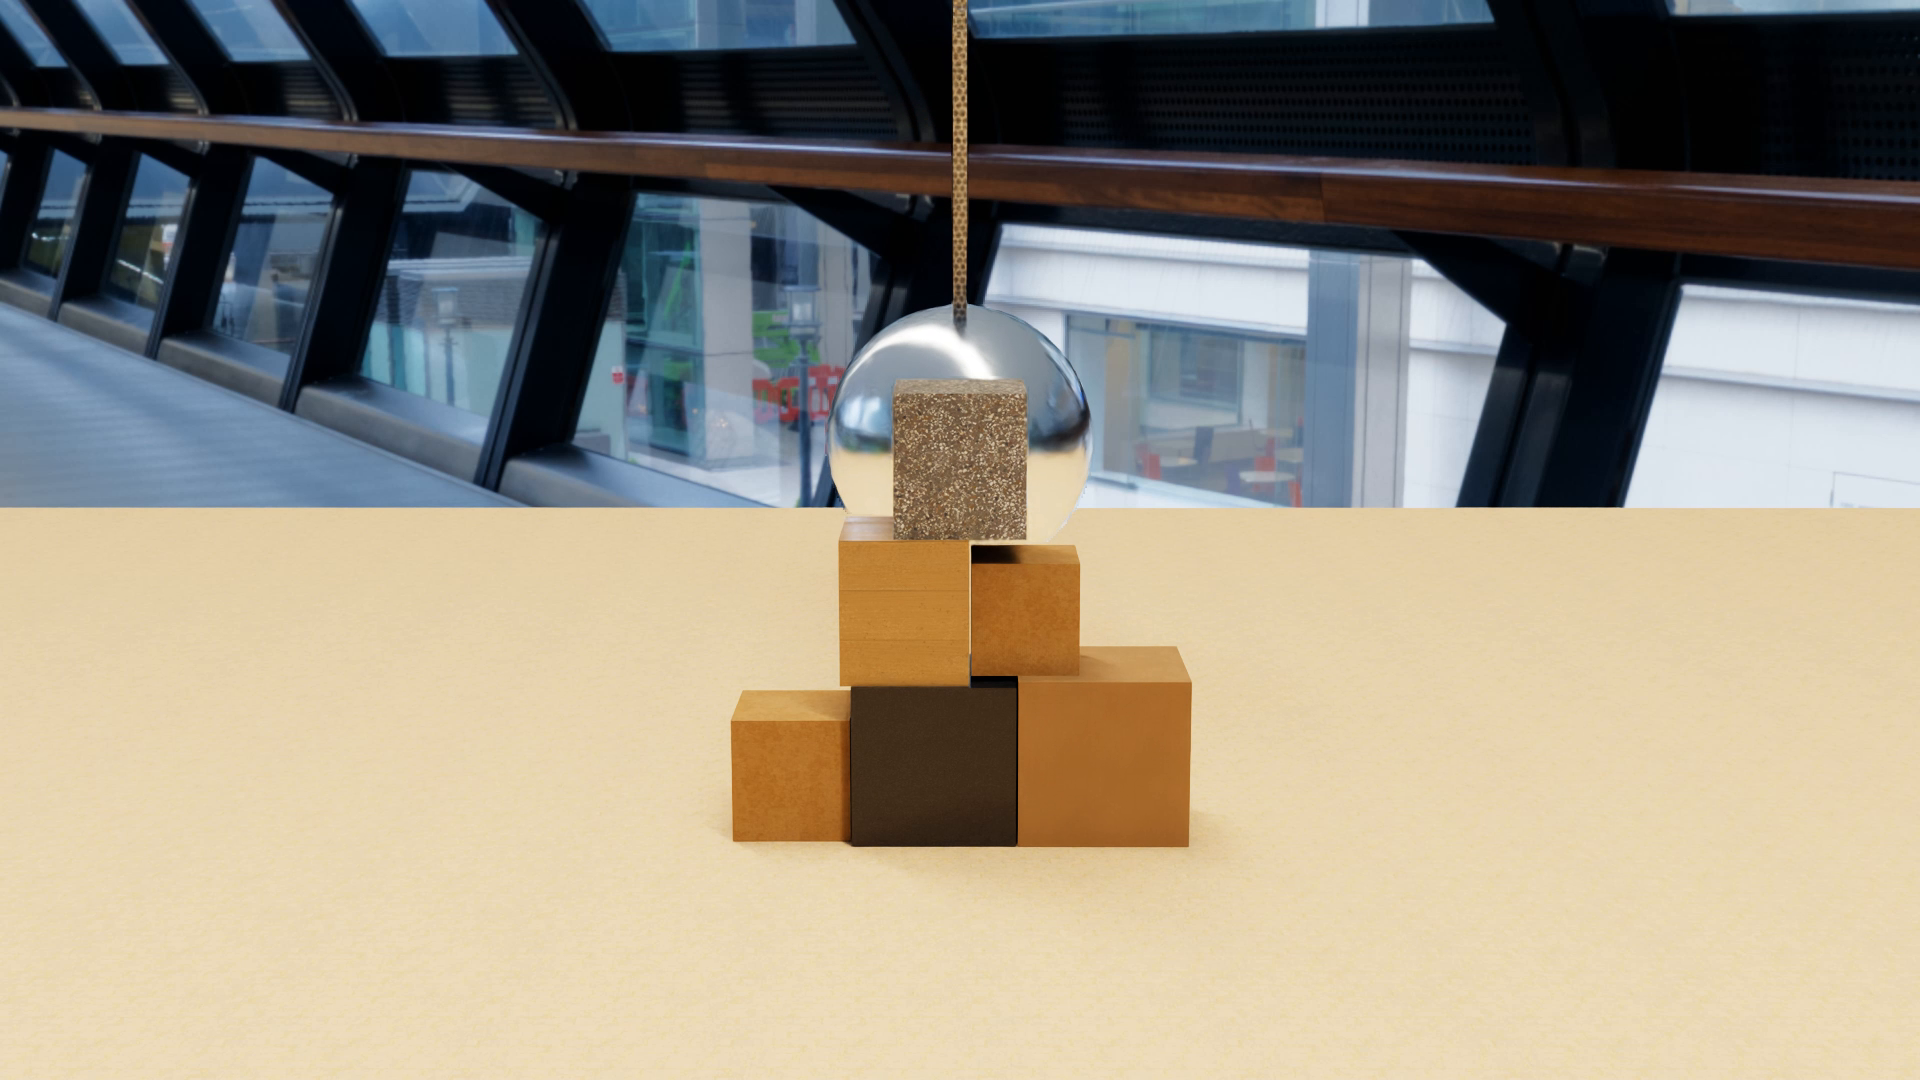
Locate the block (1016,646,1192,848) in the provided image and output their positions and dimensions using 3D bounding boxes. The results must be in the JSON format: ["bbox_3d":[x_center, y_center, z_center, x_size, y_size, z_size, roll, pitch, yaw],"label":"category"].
[{"bbox_3d":[0.721,1.055,11.378,0.861,0.854,0.793,0,10,0],"label":"block"}]

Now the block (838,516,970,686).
[{"bbox_3d":[-0.276,0.303,11.239,0.646,0.738,0.711,0,10,0],"label":"block"}]

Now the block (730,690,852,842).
[{"bbox_3d":[-0.853,1.163,11.402,0.598,0.633,0.624,0,10,0],"label":"block"}]

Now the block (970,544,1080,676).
[{"bbox_3d":[0.328,0.354,11.250,0.542,0.572,0.525,0,10,0],"label":"block"}]

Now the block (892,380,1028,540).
[{"bbox_3d":[0.000,-0.417,11.115,0.656,0.724,0.660,0,10,0],"label":"block"}]

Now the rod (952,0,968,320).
[{"bbox_3d":[0.000,-3.536,11.451,0.080,5.200,0.080,0,31,0],"label":"rod"}]

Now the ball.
[{"bbox_3d":[0.000,-0.608,13.178,1.600,1.600,1.600,0,10,0],"label":"ball"}]

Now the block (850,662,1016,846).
[{"bbox_3d":[-0.131,1.074,11.361,0.824,0.822,0.745,0,10,0],"label":"block"}]
